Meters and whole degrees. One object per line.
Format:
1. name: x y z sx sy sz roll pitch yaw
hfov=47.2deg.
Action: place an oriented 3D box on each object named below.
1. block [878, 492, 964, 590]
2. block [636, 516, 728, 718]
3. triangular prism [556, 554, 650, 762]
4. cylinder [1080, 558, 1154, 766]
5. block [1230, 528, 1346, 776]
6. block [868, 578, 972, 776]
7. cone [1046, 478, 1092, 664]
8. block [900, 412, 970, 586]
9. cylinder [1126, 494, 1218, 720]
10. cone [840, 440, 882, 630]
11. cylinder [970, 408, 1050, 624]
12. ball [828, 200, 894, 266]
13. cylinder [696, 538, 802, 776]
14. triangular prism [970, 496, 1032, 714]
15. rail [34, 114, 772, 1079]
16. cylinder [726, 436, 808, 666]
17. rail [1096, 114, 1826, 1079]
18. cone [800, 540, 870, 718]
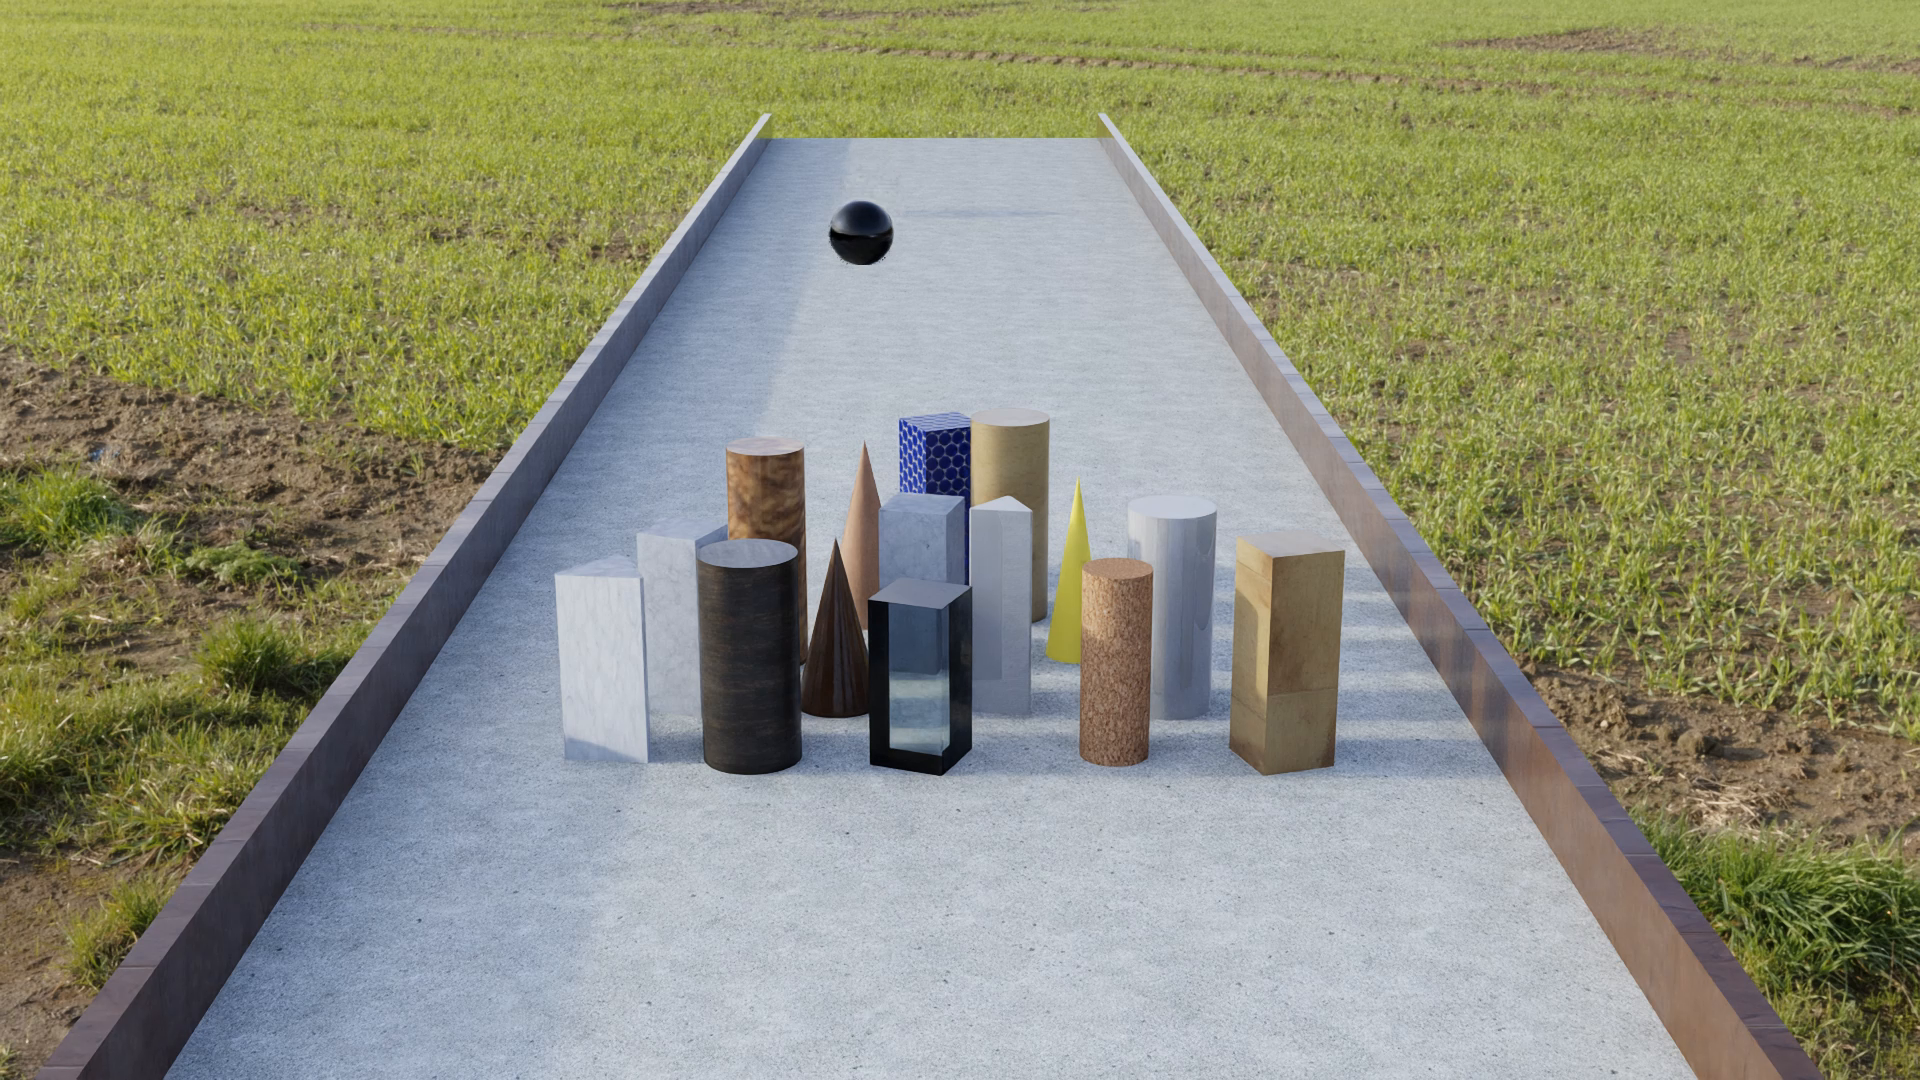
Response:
1. block: -0.075 0.078 4.414 0.138 0.315 0.138 4 17 14
2. block: -0.515 0.145 4.133 0.123 0.346 0.123 7 18 22
3. triangular prism: -0.618 0.208 3.924 0.156 0.343 0.135 2 17 7
4. cylinder: 0.276 0.216 3.890 0.124 0.348 0.124 0 17 0
5. block: 0.573 0.196 3.868 0.138 0.399 0.138 -6 17 -18
6. block: -0.069 0.239 3.882 0.139 0.308 0.139 7 18 22
7. cone: 0.234 0.049 4.403 0.122 0.375 0.122 0 17 0
8. block: -0.040 -0.086 4.878 0.141 0.364 0.141 -8 18 -24
9. cylinder: 0.393 0.125 4.119 0.165 0.391 0.165 0 17 0
10. cone: -0.198 -0.024 4.624 0.177 0.389 0.177 0 17 0
11. cylinder: 0.105 -0.050 4.639 0.166 0.431 0.166 0 17 0
12. ball: -0.402 -1.254 8.976 0.267 0.267 0.267 0 17 0
13. cylinder: -0.370 0.204 3.875 0.176 0.379 0.176 0 17 0
14. triangular prism: 0.083 0.121 4.124 0.115 0.396 0.100 3 17 9
15. rail: -1.118 -0.838 7.780 0.050 0.150 12.000 0 17 -1
16. cylinder: -0.381 0.027 4.361 0.153 0.441 0.153 0 17 0
17. rail: 0.932 -0.844 7.801 0.050 0.150 12.000 0 17 -1
18. cone: -0.231 0.151 4.138 0.163 0.331 0.163 0 17 0
